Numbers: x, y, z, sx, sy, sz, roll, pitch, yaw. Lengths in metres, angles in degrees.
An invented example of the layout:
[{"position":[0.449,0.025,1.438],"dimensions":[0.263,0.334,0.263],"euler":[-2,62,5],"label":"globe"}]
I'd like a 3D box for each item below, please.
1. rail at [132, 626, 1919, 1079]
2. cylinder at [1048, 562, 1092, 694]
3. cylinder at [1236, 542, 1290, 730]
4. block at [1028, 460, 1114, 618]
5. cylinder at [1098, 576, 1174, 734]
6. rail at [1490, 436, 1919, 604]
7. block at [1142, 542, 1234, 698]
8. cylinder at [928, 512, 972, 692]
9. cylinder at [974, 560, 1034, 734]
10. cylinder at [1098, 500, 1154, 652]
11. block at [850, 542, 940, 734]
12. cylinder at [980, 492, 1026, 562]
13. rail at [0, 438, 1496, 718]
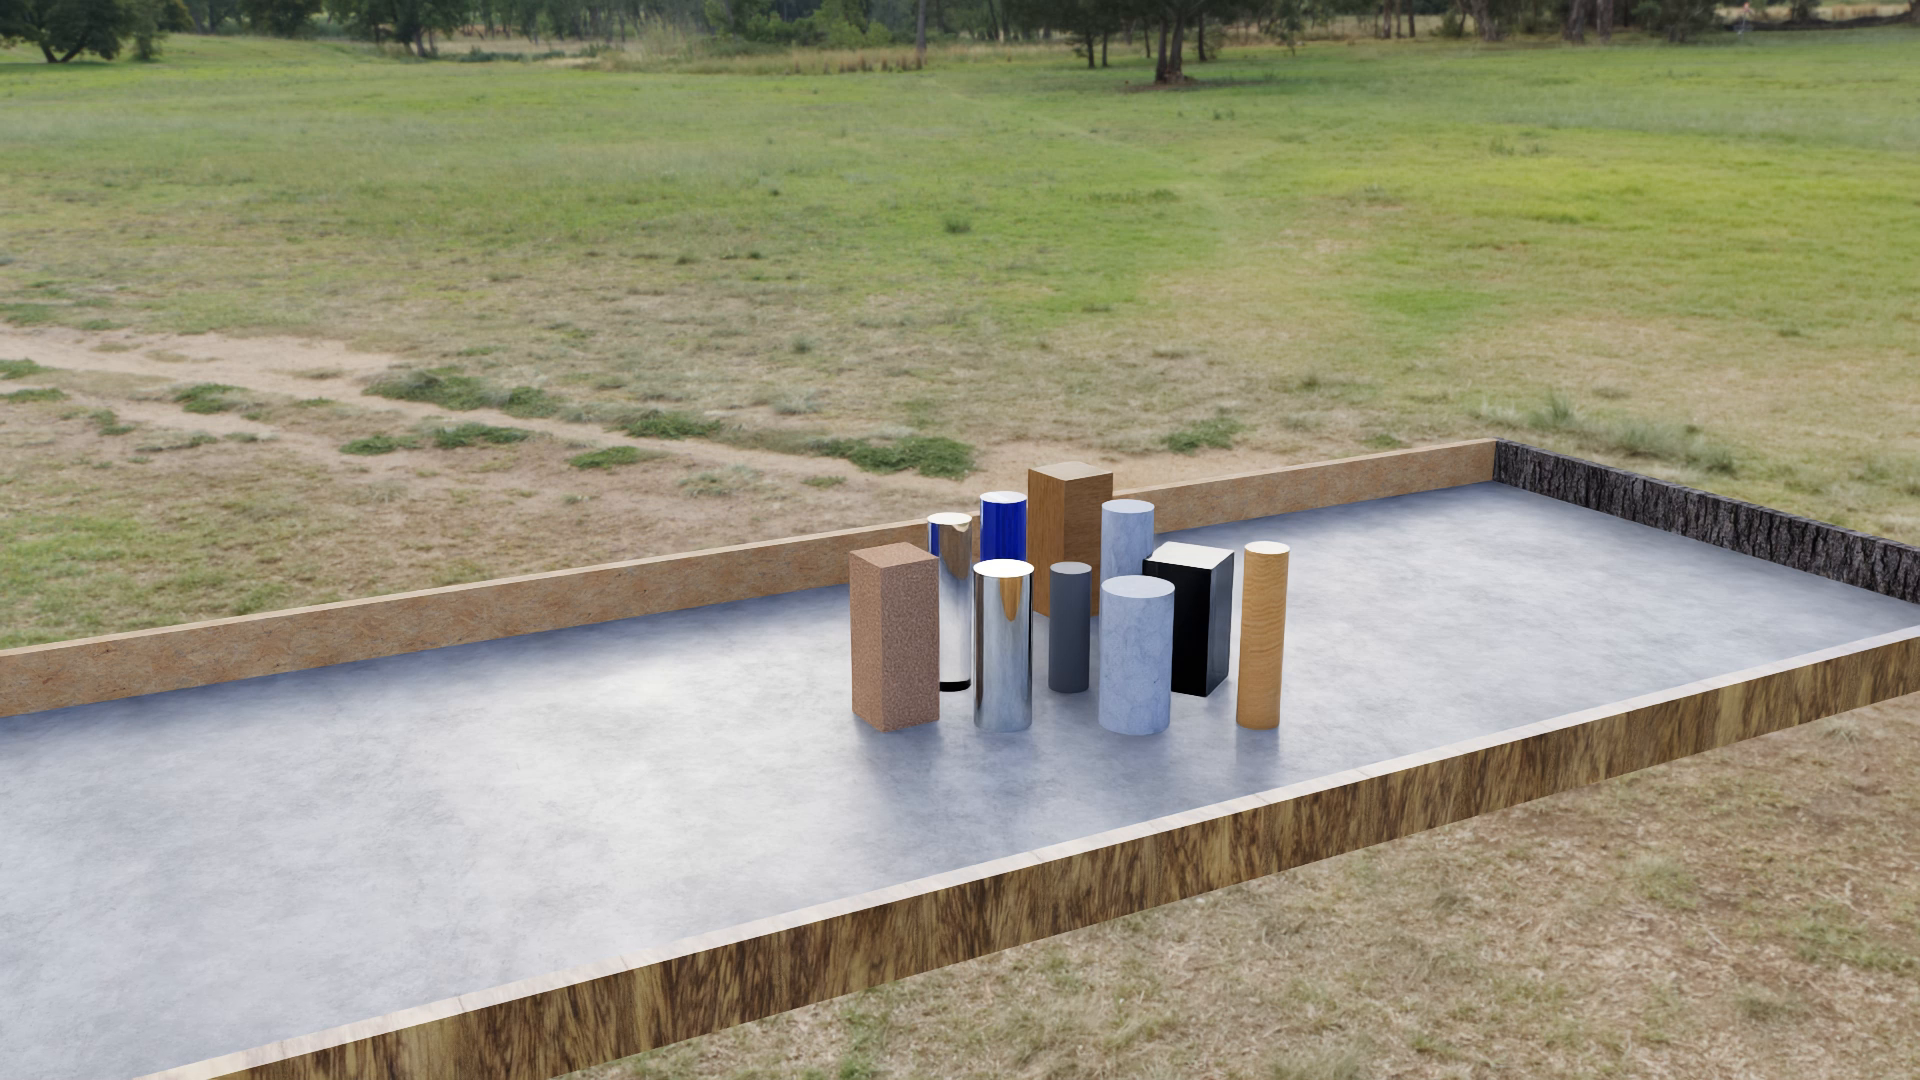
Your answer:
[{"position":[-2.336,1.006,1.665],"dimensions":[12.000,0.150,0.050],"euler":[-9,18,-27],"label":"rail"},{"position":[0.271,0.216,4.073],"dimensions":[0.101,0.309,0.101],"euler":[0,16,0],"label":"cylinder"},{"position":[0.703,0.223,3.834],"dimensions":[0.101,0.429,0.101],"euler":[0,16,0],"label":"cylinder"},{"position":[0.306,0.003,4.622],"dimensions":[0.168,0.408,0.168],"euler":[-11,20,-32],"label":"block"},{"position":[0.411,0.267,3.853],"dimensions":[0.169,0.334,0.169],"euler":[0,16,0],"label":"cylinder"},{"position":[2.466,-0.048,5.253],"dimensions":[0.050,0.150,2.100],"euler":[-9,18,-27],"label":"rail"},{"position":[0.564,0.195,4.107],"dimensions":[0.175,0.330,0.175],"euler":[8,18,26],"label":"block"},{"position":[-0.025,0.154,4.067],"dimensions":[0.108,0.431,0.108],"euler":[0,16,0],"label":"cylinder"},{"position":[0.100,0.247,3.841],"dimensions":[0.137,0.380,0.137],"euler":[0,16,0],"label":"cylinder"},{"position":[0.434,0.102,4.309],"dimensions":[0.136,0.395,0.136],"euler":[0,16,0],"label":"cylinder"},{"position":[-0.153,0.226,3.872],"dimensions":[0.153,0.402,0.153],"euler":[-10,19,-30],"label":"block"},{"position":[0.113,0.085,4.341],"dimensions":[0.122,0.409,0.122],"euler":[0,16,0],"label":"cylinder"},{"position":[-3.305,0.497,3.399],"dimensions":[12.000,0.150,0.050],"euler":[-9,18,-27],"label":"rail"}]
